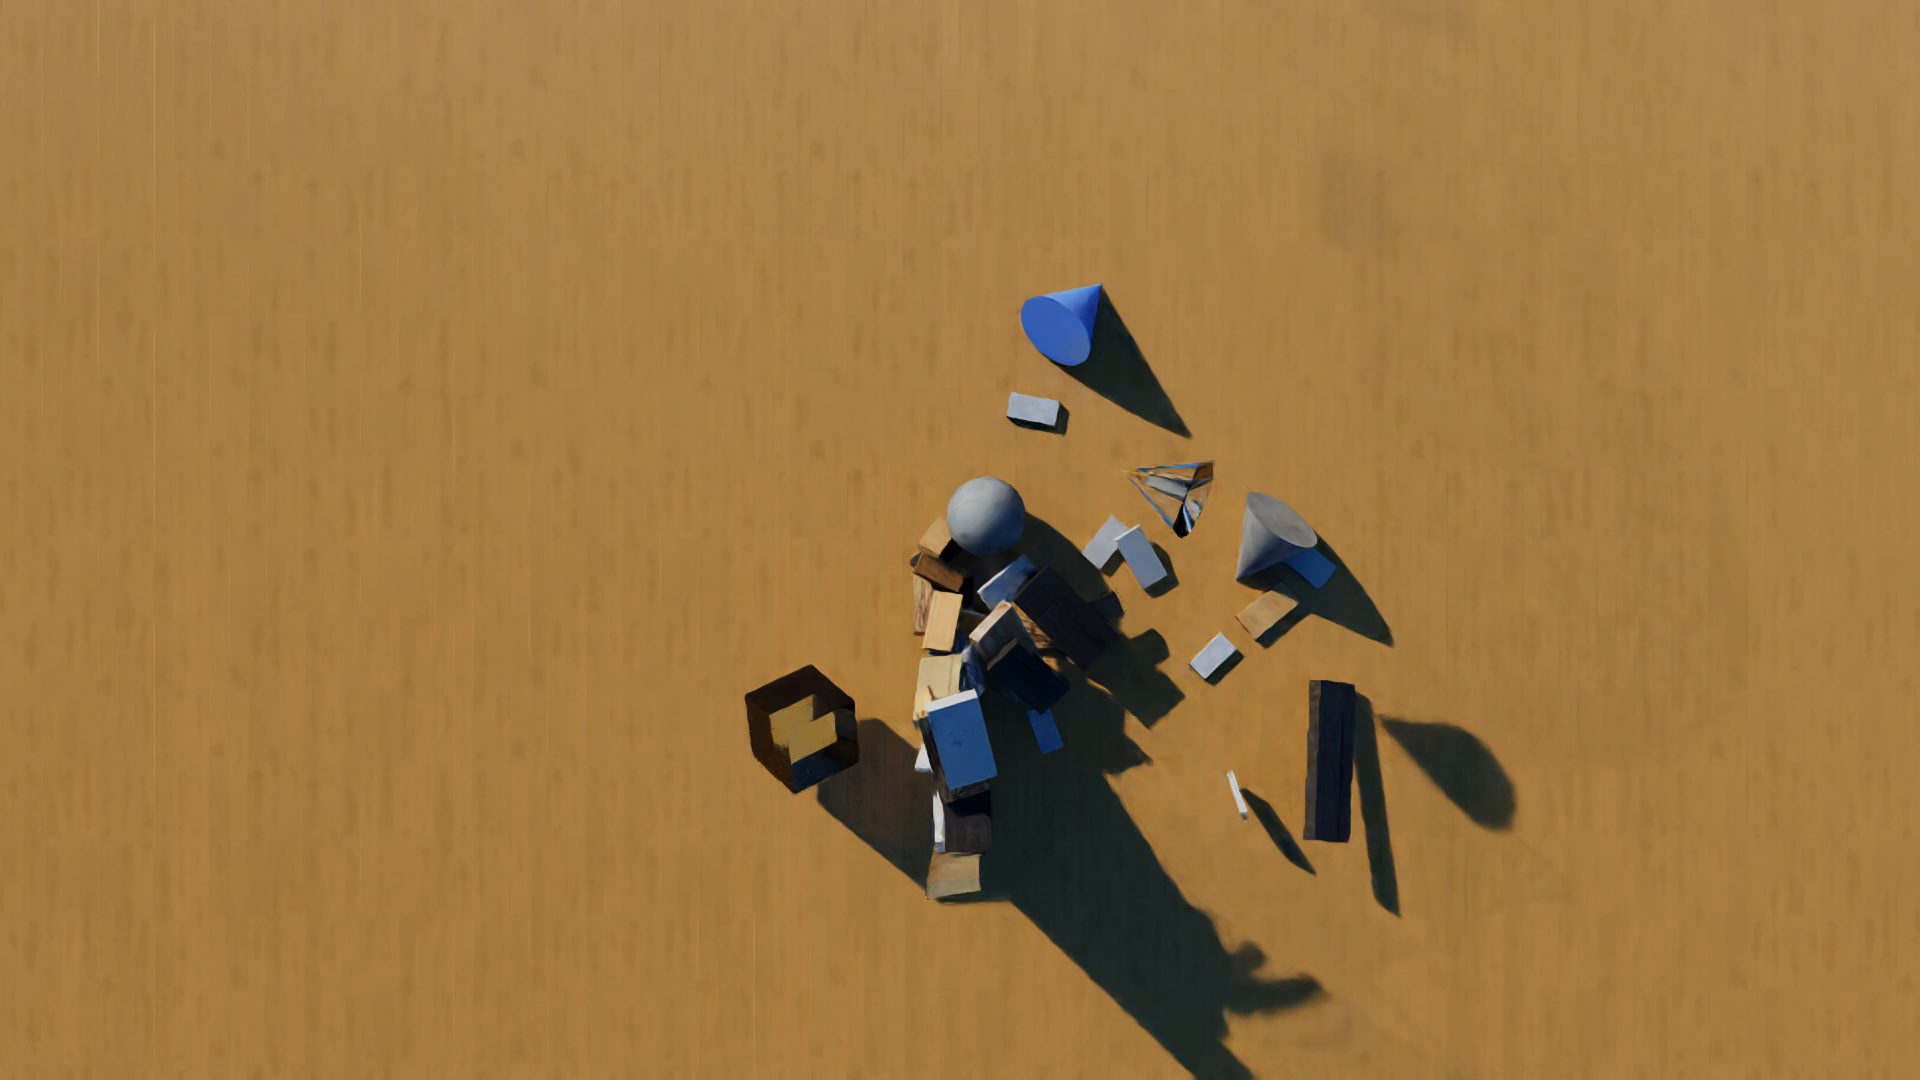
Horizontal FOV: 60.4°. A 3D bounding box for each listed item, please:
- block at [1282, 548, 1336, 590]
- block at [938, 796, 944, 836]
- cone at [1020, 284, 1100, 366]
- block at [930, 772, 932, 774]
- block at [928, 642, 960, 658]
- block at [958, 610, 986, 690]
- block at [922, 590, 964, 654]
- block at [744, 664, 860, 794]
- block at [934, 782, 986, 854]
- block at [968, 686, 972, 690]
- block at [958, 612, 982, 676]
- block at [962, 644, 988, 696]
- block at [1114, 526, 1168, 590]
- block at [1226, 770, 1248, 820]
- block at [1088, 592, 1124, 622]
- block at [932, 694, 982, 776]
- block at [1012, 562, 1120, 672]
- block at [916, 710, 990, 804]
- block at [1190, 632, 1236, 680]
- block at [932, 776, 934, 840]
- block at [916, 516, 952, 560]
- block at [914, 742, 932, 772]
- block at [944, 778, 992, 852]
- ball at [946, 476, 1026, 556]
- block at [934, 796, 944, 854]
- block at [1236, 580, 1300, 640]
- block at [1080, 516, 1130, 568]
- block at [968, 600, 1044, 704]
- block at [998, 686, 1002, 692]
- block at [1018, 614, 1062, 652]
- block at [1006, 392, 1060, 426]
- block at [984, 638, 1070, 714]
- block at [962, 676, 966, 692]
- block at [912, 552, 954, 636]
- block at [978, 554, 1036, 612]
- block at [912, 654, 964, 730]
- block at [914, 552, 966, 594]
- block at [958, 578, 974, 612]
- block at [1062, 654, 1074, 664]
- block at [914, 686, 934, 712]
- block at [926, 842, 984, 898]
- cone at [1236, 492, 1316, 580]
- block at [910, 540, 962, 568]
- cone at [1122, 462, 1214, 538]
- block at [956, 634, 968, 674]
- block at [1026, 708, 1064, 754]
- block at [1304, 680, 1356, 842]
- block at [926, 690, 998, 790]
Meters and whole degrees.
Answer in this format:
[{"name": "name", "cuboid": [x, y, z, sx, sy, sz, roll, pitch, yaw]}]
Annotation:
[{"name": "block", "cuboid": [1.148, 0.068, 5.486, 0.193, 0.027, 0.096, 39, 90, 0]}, {"name": "block", "cuboid": [-0.004, 0.730, 5.202, 0.143, 0.040, 0.432, -7, 47, 0]}, {"name": "cone", "cuboid": [0.390, -0.766, 5.433, 0.272, 0.272, 0.272, 43, 61, 0]}, {"name": "block", "cuboid": [-0.063, 0.642, 5.112, 0.085, 0.024, 0.169, 4, 57, -25]}, {"name": "block", "cuboid": [-0.050, 0.420, 5.247, 0.095, 0.027, 0.191, -2, 85, 12]}, {"name": "block", "cuboid": [-0.016, 0.359, 5.339, 0.136, 0.039, 0.273, 13, 89, -8]}, {"name": "block", "cuboid": [-0.053, 0.261, 5.250, 0.095, 0.027, 0.191, 7, 72, 15]}, {"name": "block", "cuboid": [-0.504, 0.604, 5.285, 0.250, 0.250, 0.250, -24, 129, -30]}, {"name": "block", "cuboid": [-0.001, 0.872, 5.382, 0.166, 0.047, 0.332, -1, 110, -1]}, {"name": "block", "cuboid": [-0.011, 0.494, 5.381, 0.102, 0.029, 0.203, -1, 89, 0]}, {"name": "block", "cuboid": [0.027, 0.339, 5.312, 0.095, 0.027, 0.191, 20, 88, -8]}, {"name": "block", "cuboid": [0.046, 0.414, 5.262, 0.022, 0.077, 0.153, -11, 102, 21]}, {"name": "block", "cuboid": [0.599, 0.057, 5.467, 0.096, 0.027, 0.193, -31, 102, 0]}, {"name": "block", "cuboid": [0.909, 0.838, 5.404, 0.021, 0.074, 0.148, -17, 58, 4]}, {"name": "block", "cuboid": [0.447, 0.238, 5.400, 0.165, 0.023, 0.082, -24, 95, -3]}, {"name": "block", "cuboid": [-0.011, 0.608, 5.440, 0.166, 0.047, 0.332, 0, 77, 0]}, {"name": "block", "cuboid": [0.341, 0.250, 5.347, 0.166, 0.047, 0.331, -45, 100, 2]}, {"name": "block", "cuboid": [-0.021, 0.633, 4.928, 0.152, 0.043, 0.303, -16, 114, -4]}, {"name": "block", "cuboid": [0.841, 0.387, 5.490, 0.148, 0.021, 0.074, -45, 90, 0]}, {"name": "block", "cuboid": [-0.008, 0.826, 5.476, 0.166, 0.047, 0.332, 0, 90, 0]}, {"name": "block", "cuboid": [-0.073, -0.008, 5.414, 0.080, 0.159, 0.023, 30, 133, 6]}, {"name": "block", "cuboid": [-0.071, 0.589, 5.090, 0.060, 0.320, 0.017, 2, 132, 17]}, {"name": "block", "cuboid": [0.021, 0.804, 5.025, 0.143, 0.040, 0.285, -2, 82, -3]}, {"name": "ball", "cuboid": [0.085, -0.075, 5.369, 0.261, 0.261, 0.261, 0, 90, 0]}, {"name": "block", "cuboid": [-0.008, 0.886, 5.195, 0.143, 0.285, 0.040, -8, 110, 1]}, {"name": "block", "cuboid": [1.023, 0.232, 5.486, 0.193, 0.027, 0.096, -39, 90, 0]}, {"name": "block", "cuboid": [0.486, 0.007, 5.488, 0.082, 0.023, 0.165, 39, 90, 0]}, {"name": "block", "cuboid": [0.160, 0.365, 5.352, 0.166, 0.047, 0.331, -46, 133, -17]}, {"name": "block", "cuboid": [0.150, 0.365, 5.402, 0.076, 0.022, 0.276, -26, 126, -31]}, {"name": "block", "cuboid": [0.260, 0.308, 5.486, 0.191, 0.027, 0.095, 10, 90, 0]}, {"name": "block", "cuboid": [0.243, -0.435, 5.488, 0.165, 0.023, 0.082, 11, 90, 0]}, {"name": "block", "cuboid": [0.219, 0.439, 5.303, 0.134, 0.038, 0.268, -43, 120, 11]}, {"name": "block", "cuboid": [-0.039, 0.538, 5.098, 0.134, 0.293, 0.038, -11, 130, 2]}, {"name": "block", "cuboid": [-0.085, 0.176, 5.423, 0.136, 0.039, 0.273, -1, 70, -1]}, {"name": "block", "cuboid": [0.158, 0.143, 5.351, 0.197, 0.027, 0.095, -40, 108, -11]}, {"name": "block", "cuboid": [-0.065, 0.469, 5.122, 0.134, 0.268, 0.038, -7, 130, 11]}, {"name": "block", "cuboid": [-0.065, 0.105, 5.390, 0.159, 0.023, 0.080, 27, 72, -11]}, {"name": "block", "cuboid": [-0.022, 0.260, 5.433, 0.136, 0.039, 0.273, -2, 70, -1]}, {"name": "block", "cuboid": [0.406, 0.326, 5.474, 0.074, 0.021, 0.179, 22, 90, 26]}, {"name": "block", "cuboid": [-0.102, 0.502, 5.019, 0.017, 0.120, 0.060, 34, 108, -29]}, {"name": "block", "cuboid": [-0.007, 0.980, 5.062, 0.152, 0.629, 0.043, -10, 93, 3]}, {"name": "cone", "cuboid": [0.982, 0.034, 5.432, 0.272, 0.272, 0.272, 33, 118, 0]}, {"name": "block", "cuboid": [-0.080, 0.050, 5.435, 0.159, 0.023, 0.080, -39, 70, -18]}, {"name": "cone", "cuboid": [0.591, -0.163, 4.899, 0.243, 0.243, 0.243, 23, 90, 21]}, {"name": "block", "cuboid": [-0.031, 0.396, 5.273, 0.095, 0.027, 0.191, 3, 86, 12]}, {"name": "block", "cuboid": [0.283, 0.628, 5.489, 0.076, 0.022, 0.153, -20, 90, 0]}, {"name": "block", "cuboid": [1.210, 0.723, 5.394, 0.166, 0.047, 0.517, 10, 79, -34]}, {"name": "block", "cuboid": [0.006, 0.588, 4.844, 0.152, 0.043, 0.303, -17, 122, -4]}]
